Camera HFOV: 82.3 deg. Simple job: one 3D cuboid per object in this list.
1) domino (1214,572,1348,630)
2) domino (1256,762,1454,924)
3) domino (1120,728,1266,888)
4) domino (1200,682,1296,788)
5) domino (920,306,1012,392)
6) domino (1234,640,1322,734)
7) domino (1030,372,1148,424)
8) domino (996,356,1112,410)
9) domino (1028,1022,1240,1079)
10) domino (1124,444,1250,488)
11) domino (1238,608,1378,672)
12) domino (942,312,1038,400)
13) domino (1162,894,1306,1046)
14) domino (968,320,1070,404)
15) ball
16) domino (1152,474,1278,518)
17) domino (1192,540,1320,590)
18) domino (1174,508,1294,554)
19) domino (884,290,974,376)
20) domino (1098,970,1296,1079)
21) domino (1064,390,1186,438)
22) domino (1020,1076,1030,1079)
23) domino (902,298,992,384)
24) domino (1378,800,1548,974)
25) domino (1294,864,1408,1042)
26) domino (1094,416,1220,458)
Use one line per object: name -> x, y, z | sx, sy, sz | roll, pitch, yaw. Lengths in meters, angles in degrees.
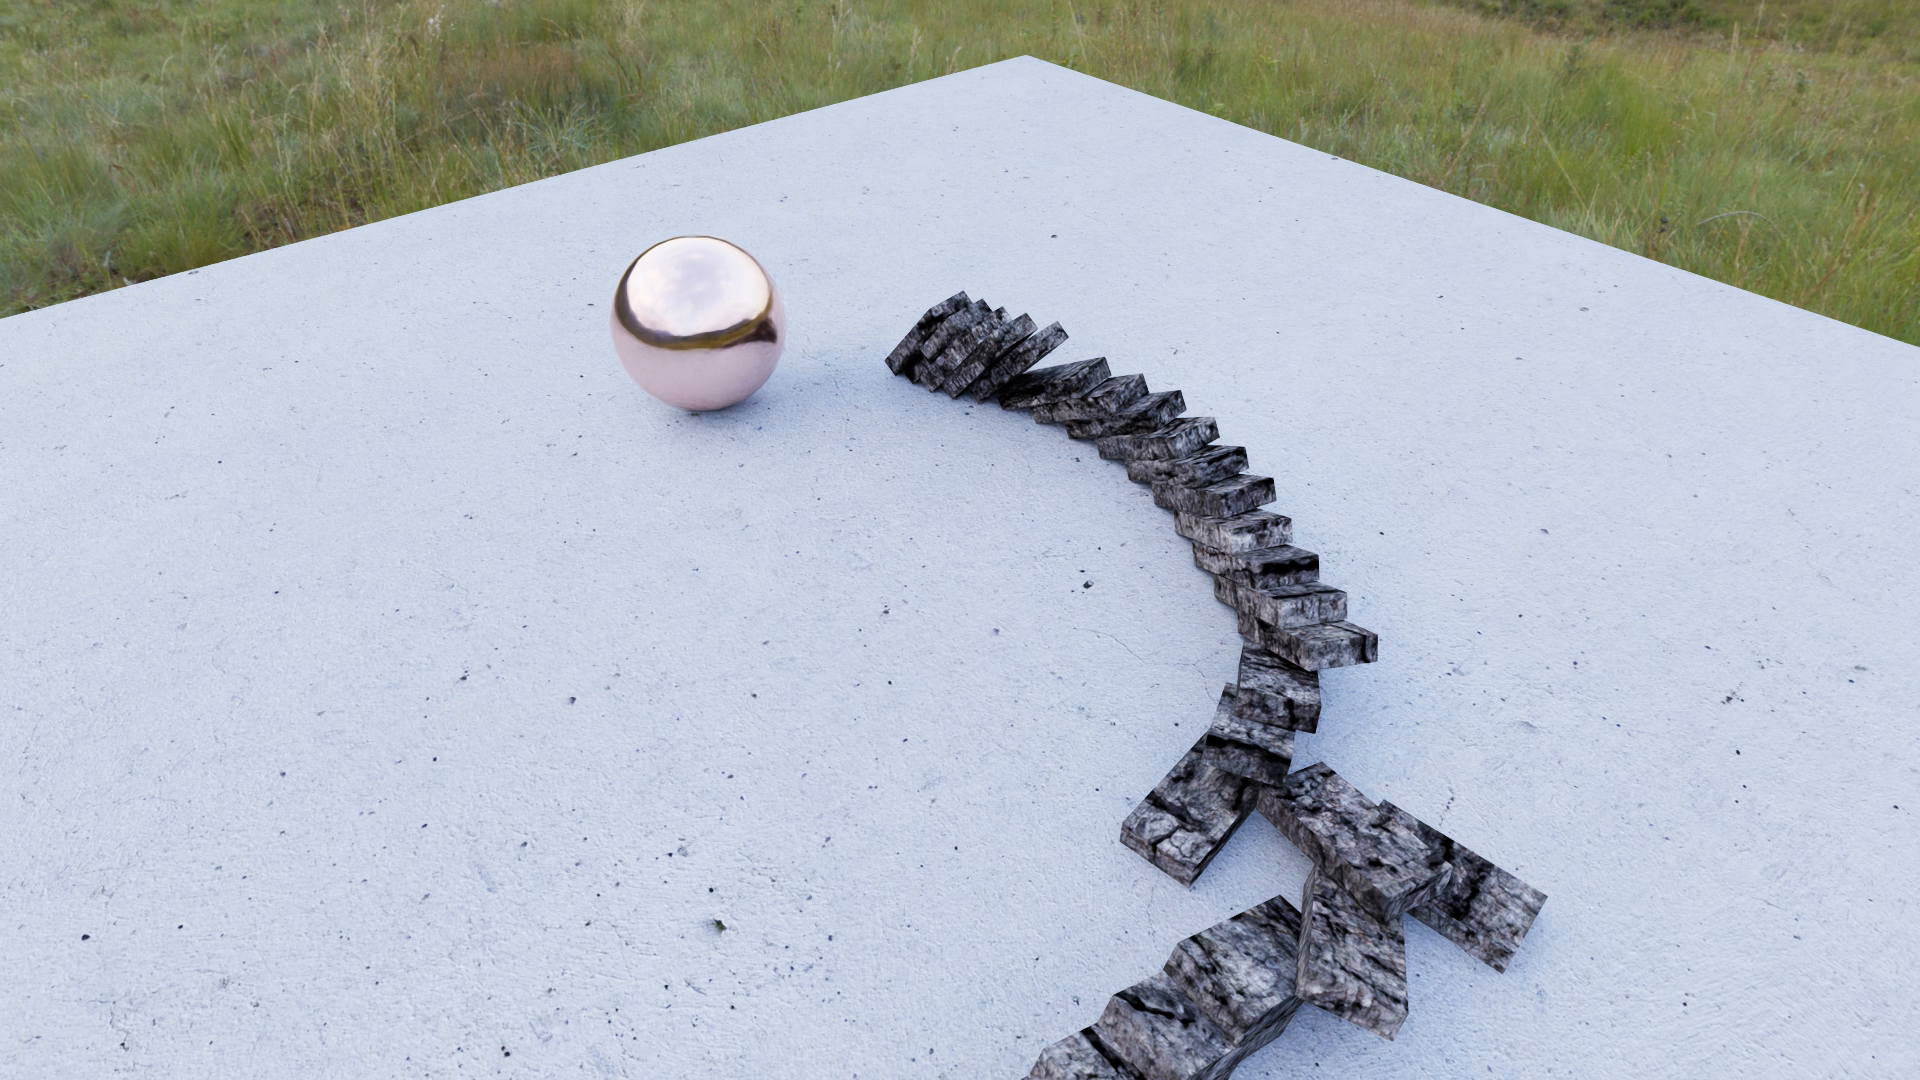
domino -> 0.115, 0.020, 0.400 | 0.025, 0.010, 0.050 | -7, 12, -13
domino -> 0.113, 0.086, 0.320 | 0.025, 0.010, 0.050 | -13, 32, -25
domino -> 0.075, 0.082, 0.343 | 0.025, 0.009, 0.050 | 29, 48, 31
domino -> 0.094, 0.061, 0.352 | 0.025, 0.009, 0.050 | 15, 16, 16
domino -> 0.003, -0.091, 0.526 | 0.025, 0.050, 0.010 | -37, 90, -36
domino -> 0.106, 0.048, 0.368 | 0.025, 0.009, 0.050 | 11, 15, 13
domino -> 0.059, -0.065, 0.505 | 0.025, 0.009, 0.050 | -35, 22, -35
domino -> 0.043, -0.073, 0.514 | 0.050, 0.009, 0.025 | -2, 27, 48
domino -> 0.043, 0.129, 0.269 | 0.050, 0.009, 0.025 | 0, 30, -44
domino -> 0.095, -0.032, 0.465 | 0.025, 0.009, 0.050 | -21, 15, -23
domino -> 0.120, 0.033, 0.385 | 0.025, 0.009, 0.050 | -6, 11, -12
domino -> 0.014, -0.087, 0.521 | 0.025, 0.050, 0.010 | -37, 90, -36
domino -> 0.079, 0.112, 0.291 | 0.050, 0.009, 0.025 | -2, 31, -44
domino -> 0.027, -0.083, 0.518 | 0.025, 0.050, 0.009 | -37, 93, -36
ball -> -0.121, -0.100, 0.510 | 0.080, 0.080, 0.080 | 0, 39, 0
domino -> 0.103, -0.020, 0.449 | 0.025, 0.010, 0.050 | -17, 14, -19
domino -> 0.111, 0.007, 0.416 | 0.025, 0.010, 0.050 | -8, 12, -13
domino -> 0.106, -0.006, 0.433 | 0.025, 0.009, 0.050 | -10, 12, -12
domino -> -0.015, -0.101, 0.538 | 0.025, 0.050, 0.010 | -37, 90, -36
domino -> 0.061, 0.121, 0.279 | 0.050, 0.010, 0.025 | -1, 31, -44
domino -> 0.074, -0.056, 0.494 | 0.025, 0.010, 0.050 | -34, 22, -35
domino -> 0.026, 0.138, 0.259 | 0.050, 0.009, 0.025 | 0, 30, -44
domino -> -0.006, -0.096, 0.532 | 0.025, 0.050, 0.009 | -37, 90, -36
domino -> 0.140, 0.100, 0.321 | 0.050, 0.010, 0.025 | 30, 48, 32
domino -> 0.105, 0.108, 0.295 | 0.025, 0.010, 0.050 | 22, 22, 13
domino -> 0.085, -0.045, 0.480 | 0.025, 0.009, 0.050 | -27, 18, -29
